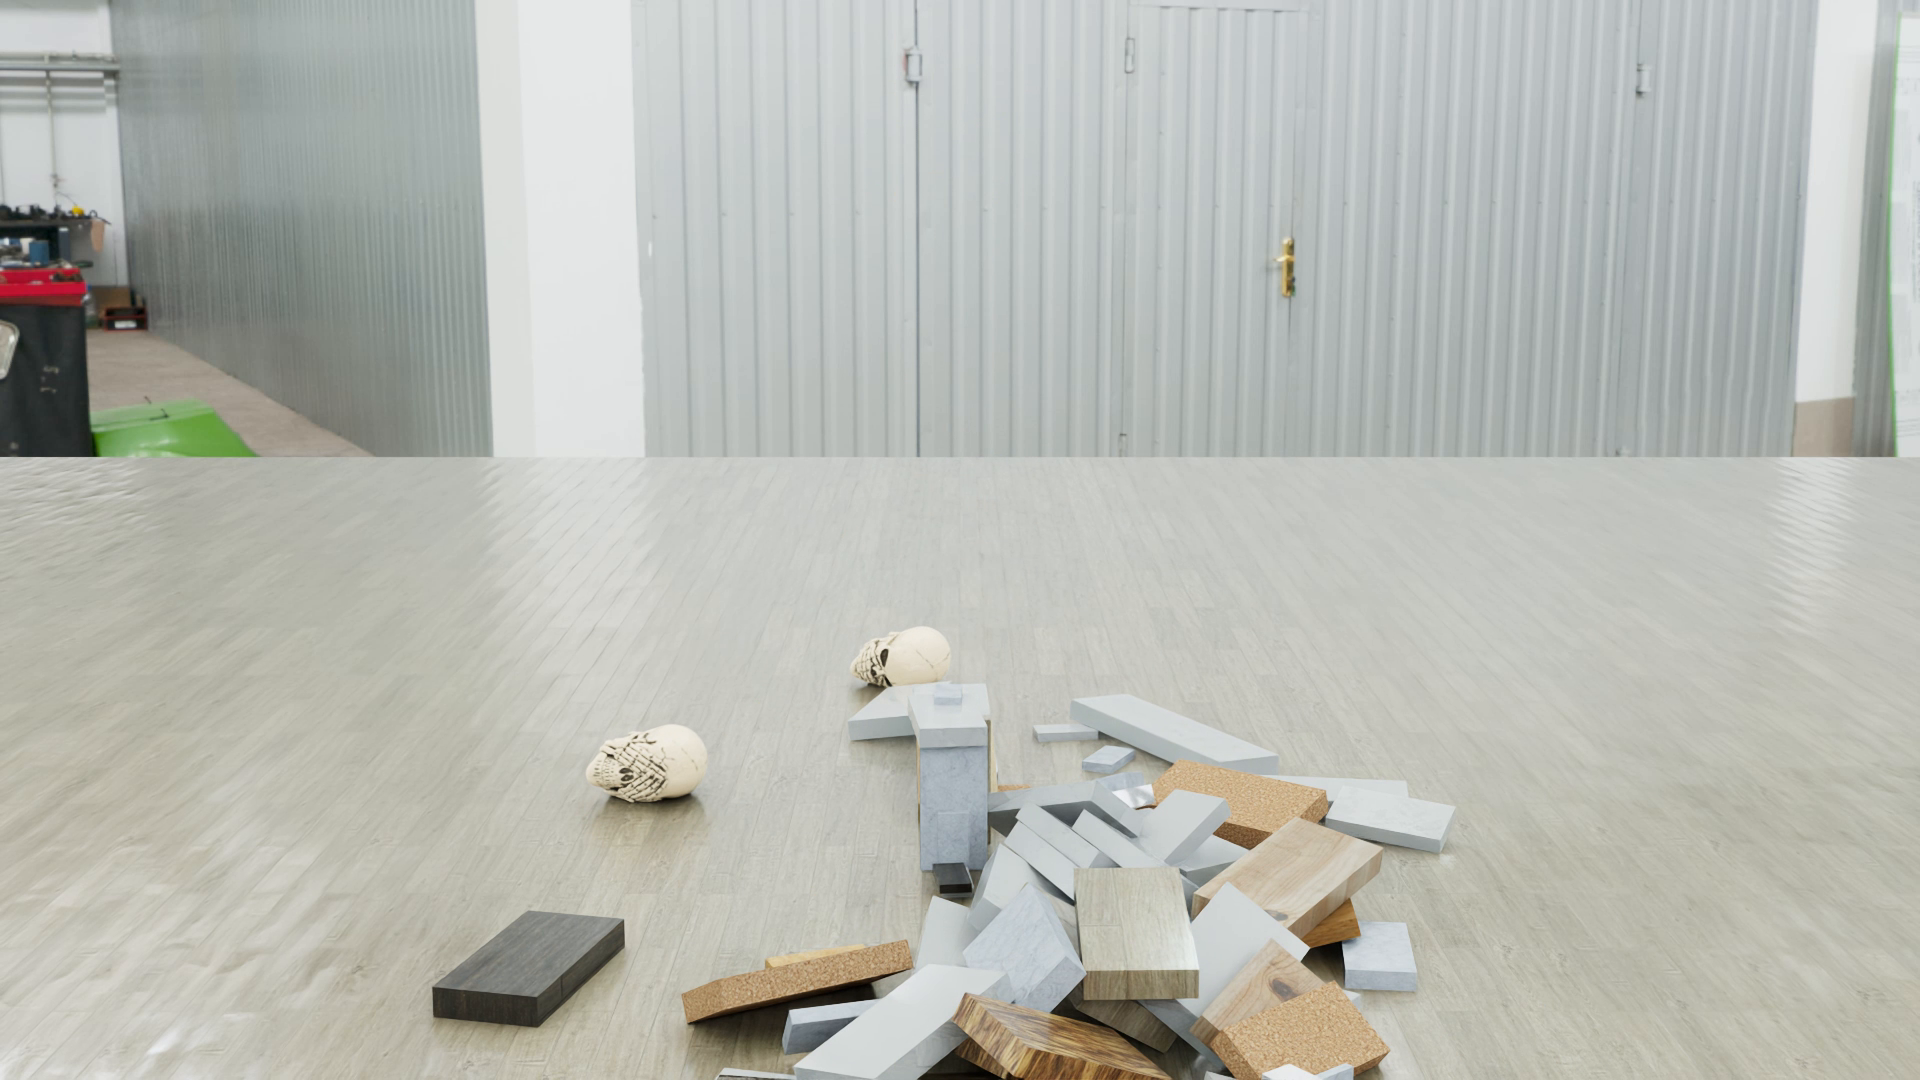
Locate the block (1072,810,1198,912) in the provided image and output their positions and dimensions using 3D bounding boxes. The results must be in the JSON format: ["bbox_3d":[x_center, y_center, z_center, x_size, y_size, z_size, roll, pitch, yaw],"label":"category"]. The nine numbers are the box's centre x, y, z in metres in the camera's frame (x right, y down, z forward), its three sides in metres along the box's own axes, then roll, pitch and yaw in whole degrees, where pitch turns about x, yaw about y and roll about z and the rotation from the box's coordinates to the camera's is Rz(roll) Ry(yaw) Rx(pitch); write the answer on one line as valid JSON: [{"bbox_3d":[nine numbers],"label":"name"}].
[{"bbox_3d":[0.295,0.520,3.517,0.134,0.038,0.268,34,-2,-26],"label":"block"}]

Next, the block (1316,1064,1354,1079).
[{"bbox_3d":[0.472,0.717,2.854,0.097,0.049,0.014,-8,13,-38],"label":"block"}]

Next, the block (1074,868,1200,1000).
[{"bbox_3d":[0.241,0.544,3.061,0.153,0.043,0.306,-1,17,1],"label":"block"}]

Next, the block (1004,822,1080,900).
[{"bbox_3d":[0.228,0.564,3.415,0.153,0.043,0.544,36,-4,-20],"label":"block"}]

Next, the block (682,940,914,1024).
[{"bbox_3d":[-0.233,0.632,3.152,0.297,0.042,0.148,-6,-15,-30],"label":"block"}]

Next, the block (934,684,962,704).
[{"bbox_3d":[-0.020,0.274,3.900,0.048,0.014,0.095,0,10,1],"label":"block"}]

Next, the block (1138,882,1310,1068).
[{"bbox_3d":[0.373,0.610,3.111,0.153,0.043,0.306,38,31,12],"label":"block"}]

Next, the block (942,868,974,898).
[{"bbox_3d":[-0.008,0.576,3.701,0.054,0.015,0.107,-1,11,-6],"label":"block"}]

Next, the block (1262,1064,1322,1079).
[{"bbox_3d":[0.435,0.695,2.798,0.049,0.014,0.097,-9,13,-34],"label":"block"}]

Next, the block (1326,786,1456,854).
[{"bbox_3d":[0.773,0.501,3.949,0.209,0.030,0.104,9,32,25],"label":"block"}]

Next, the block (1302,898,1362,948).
[{"bbox_3d":[0.568,0.589,3.474,0.104,0.030,0.234,-15,5,7],"label":"block"}]

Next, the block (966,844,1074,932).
[{"bbox_3d":[0.102,0.568,3.385,0.158,0.045,0.316,34,8,1],"label":"block"}]

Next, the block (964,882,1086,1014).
[{"bbox_3d":[0.086,0.582,3.028,0.040,0.140,0.280,43,3,-14],"label":"block"}]

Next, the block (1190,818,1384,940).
[{"bbox_3d":[0.516,0.536,3.444,0.157,0.044,0.350,17,23,31],"label":"block"}]

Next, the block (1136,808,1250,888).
[{"bbox_3d":[0.360,0.539,3.820,0.157,0.044,0.314,-6,12,-31],"label":"block"}]

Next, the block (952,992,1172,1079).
[{"bbox_3d":[0.136,0.656,2.821,0.280,0.040,0.140,24,4,-39],"label":"block"}]

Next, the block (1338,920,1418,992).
[{"bbox_3d":[0.636,0.633,3.357,0.104,0.030,0.209,1,11,7],"label":"block"}]

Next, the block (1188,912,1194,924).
[{"bbox_3d":[0.447,0.576,3.527,0.341,0.028,0.099,-19,20,-36],"label":"block"}]

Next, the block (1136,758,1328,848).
[{"bbox_3d":[0.492,0.483,4.000,0.314,0.044,0.157,9,31,39],"label":"block"}]

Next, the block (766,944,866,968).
[{"bbox_3d":[-0.207,0.644,3.318,0.157,0.022,0.078,-4,11,-22],"label":"block"}]

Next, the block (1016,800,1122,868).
[{"bbox_3d":[0.205,0.514,3.617,0.134,0.038,0.268,36,-4,-26],"label":"block"}]

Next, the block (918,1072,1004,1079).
[{"bbox_3d":[-0.003,0.699,2.773,0.119,0.034,0.239,-1,-9,-4],"label":"block"}]

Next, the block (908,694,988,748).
[{"bbox_3d":[-0.024,0.312,3.819,0.115,0.033,0.230,-1,10,-6],"label":"block"}]

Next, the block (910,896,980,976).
[{"bbox_3d":[0.015,0.623,3.238,0.158,0.045,0.316,19,11,0],"label":"block"}]

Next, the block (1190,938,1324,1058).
[{"bbox_3d":[0.418,0.647,3.015,0.121,0.034,0.241,40,32,14],"label":"block"}]

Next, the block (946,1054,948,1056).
[{"bbox_3d":[-0.090,0.697,3.040,0.135,0.019,0.067,-3,11,-15],"label":"block"}]

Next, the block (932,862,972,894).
[{"bbox_3d":[-0.014,0.565,3.678,0.054,0.015,0.107,-1,11,-7],"label":"block"}]

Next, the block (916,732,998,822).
[{"bbox_3d":[-0.007,0.435,4.171,0.148,0.042,0.296,0,26,-2],"label":"block"}]

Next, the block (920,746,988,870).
[{"bbox_3d":[-0.011,0.452,3.781,0.115,0.229,0.033,0,10,-2],"label":"block"}]

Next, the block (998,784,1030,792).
[{"bbox_3d":[0.105,0.490,4.156,0.064,0.018,0.128,0,11,-2],"label":"block"}]

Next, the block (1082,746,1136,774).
[{"bbox_3d":[0.299,0.441,4.422,0.064,0.018,0.128,5,12,25],"label":"block"}]

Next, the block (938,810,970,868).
[{"bbox_3d":[-0.012,0.517,3.767,0.054,0.107,0.015,0,11,-2],"label":"block"}]

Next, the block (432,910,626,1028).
[{"bbox_3d":[-0.639,0.637,3.289,0.162,0.046,0.324,3,11,13],"label":"block"}]

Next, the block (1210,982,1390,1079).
[{"bbox_3d":[0.456,0.676,2.932,0.241,0.034,0.121,-10,51,-43],"label":"block"}]

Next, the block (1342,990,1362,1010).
[{"bbox_3d":[0.468,0.665,3.190,0.199,0.028,0.099,8,13,36],"label":"block"}]

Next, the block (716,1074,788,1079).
[{"bbox_3d":[-0.257,0.748,2.691,0.162,0.046,0.324,2,11,9],"label":"block"}]

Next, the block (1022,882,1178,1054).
[{"bbox_3d":[0.191,0.607,3.145,0.158,0.045,0.316,30,6,-22],"label":"block"}]

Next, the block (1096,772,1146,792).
[{"bbox_3d":[0.209,0.463,3.983,0.233,0.033,0.117,-16,-11,19],"label":"block"}]

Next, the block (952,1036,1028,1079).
[{"bbox_3d":[0.041,0.679,2.903,0.119,0.034,0.238,30,-12,-32],"label":"block"}]

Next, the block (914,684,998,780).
[{"bbox_3d":[-0.011,0.388,4.352,0.148,0.042,0.296,-2,32,-4],"label":"block"}]

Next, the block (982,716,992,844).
[{"bbox_3d":[-0.003,0.427,3.916,0.115,0.229,0.033,0,11,-2],"label":"block"}]

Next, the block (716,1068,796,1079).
[{"bbox_3d":[-0.258,0.724,2.894,0.135,0.019,0.067,3,11,14],"label":"block"}]

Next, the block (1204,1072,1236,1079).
[{"bbox_3d":[0.396,0.712,2.769,0.172,0.024,0.086,16,-2,-3],"label":"block"}]

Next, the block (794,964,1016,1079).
[{"bbox_3d":[-0.069,0.638,2.849,0.140,0.040,0.280,-3,17,41],"label":"block"}]

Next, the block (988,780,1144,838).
[{"bbox_3d":[0.168,0.474,3.780,0.268,0.038,0.134,-13,-42,42],"label":"block"}]

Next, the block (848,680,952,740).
[{"bbox_3d":[-0.123,0.364,4.708,0.148,0.042,0.296,-7,8,16],"label":"block"}]

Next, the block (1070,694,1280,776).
[{"bbox_3d":[0.431,0.402,4.511,0.148,0.042,0.510,-3,12,-32],"label":"block"}]

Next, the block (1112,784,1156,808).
[{"bbox_3d":[0.235,0.479,3.913,0.117,0.033,0.233,-7,-12,-29],"label":"block"}]

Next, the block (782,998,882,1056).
[{"bbox_3d":[-0.114,0.656,2.998,0.249,0.078,0.022,-3,48,-18],"label":"block"}]

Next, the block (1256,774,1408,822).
[{"bbox_3d":[0.686,0.486,4.114,0.297,0.042,0.148,2,11,8],"label":"block"}]

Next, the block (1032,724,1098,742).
[{"bbox_3d":[0.221,0.404,4.620,0.128,0.018,0.064,-2,11,-8],"label":"block"}]

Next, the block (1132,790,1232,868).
[{"bbox_3d":[0.342,0.511,3.718,0.117,0.033,0.233,5,36,49],"label":"block"}]
